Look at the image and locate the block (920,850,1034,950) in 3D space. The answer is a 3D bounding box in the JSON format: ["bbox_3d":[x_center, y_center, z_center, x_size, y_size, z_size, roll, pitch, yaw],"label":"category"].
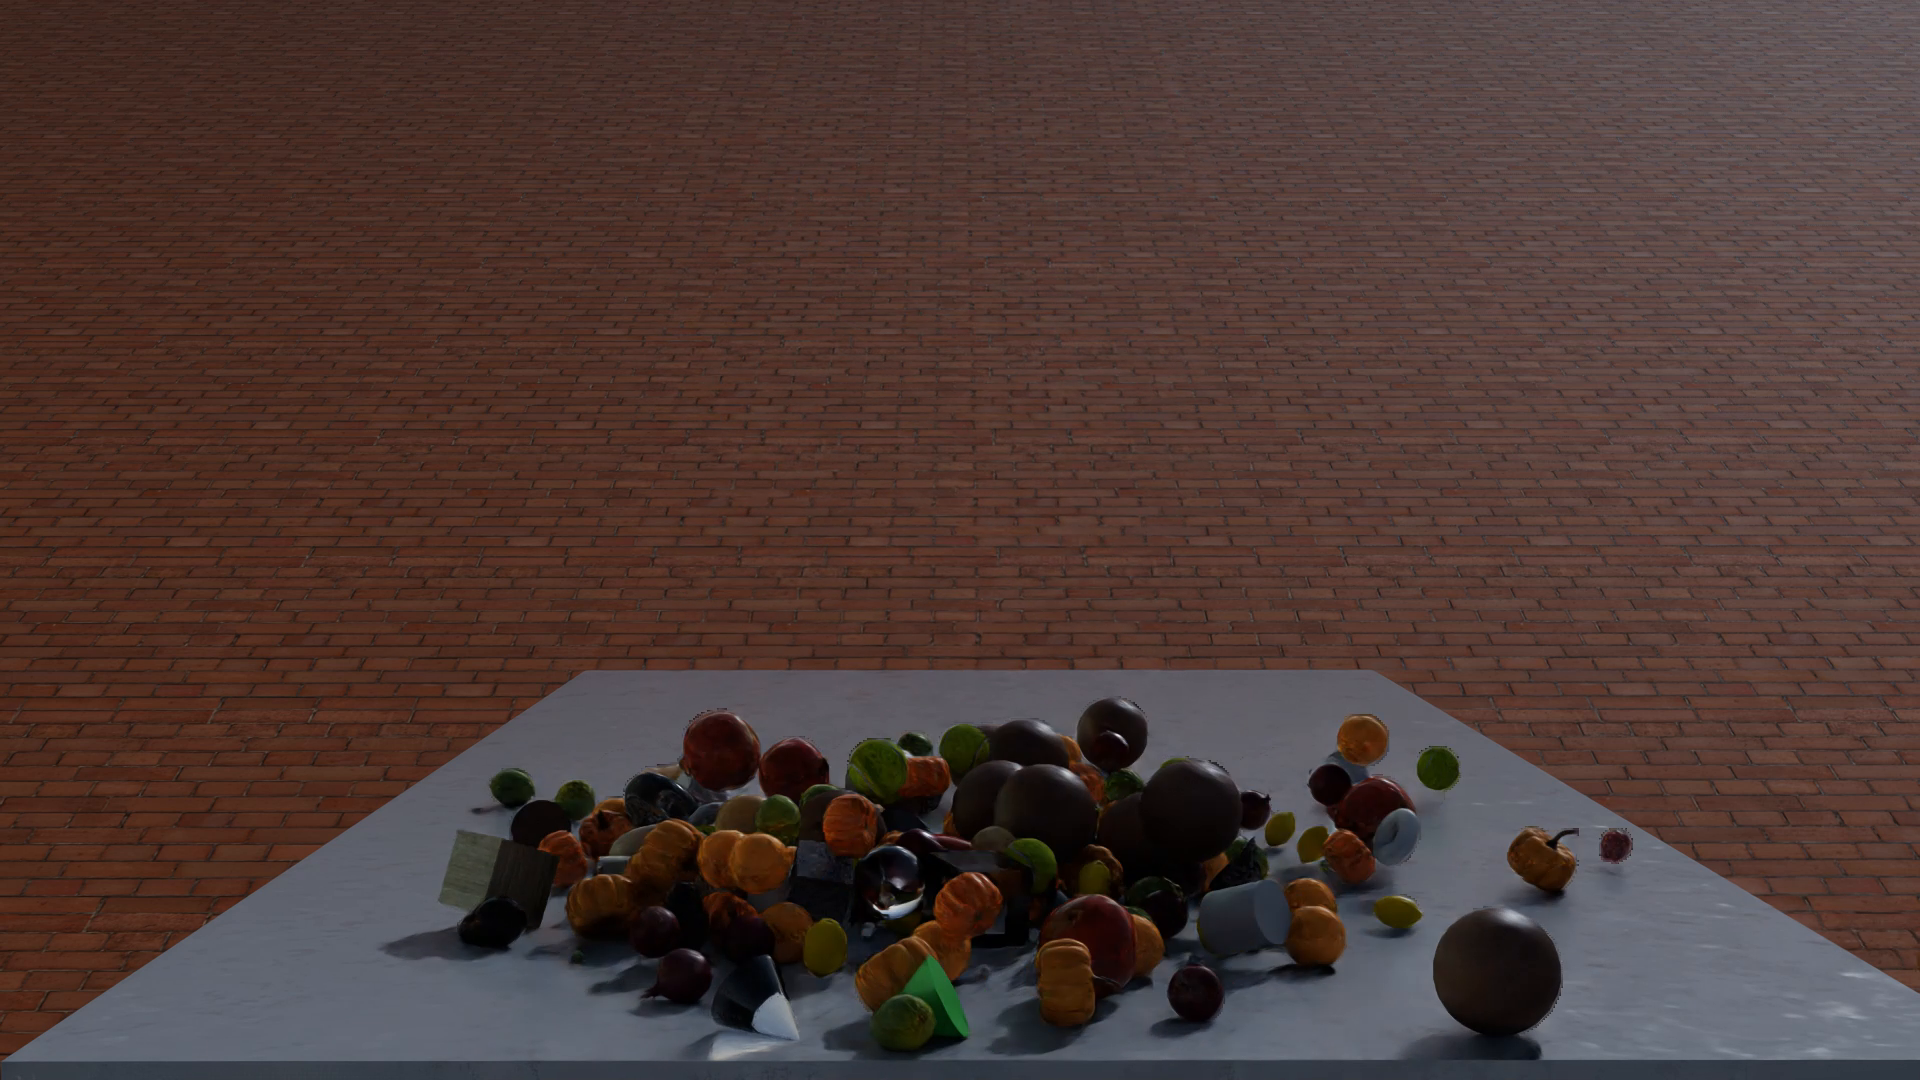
[{"bbox_3d":[0.020,0.423,3.034,0.092,0.092,0.092,2,8,-29],"label":"block"}]

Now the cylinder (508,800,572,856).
[{"bbox_3d":[-0.591,0.413,3.620,0.083,0.083,0.083,-6,-12,-15],"label":"cylinder"}]

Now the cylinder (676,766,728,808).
[{"bbox_3d":[-0.386,0.377,3.801,0.063,0.063,0.063,37,12,-22],"label":"cylinder"}]

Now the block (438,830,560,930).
[{"bbox_3d":[-0.574,0.423,3.204,0.093,0.093,0.093,2,-17,44],"label":"block"}]

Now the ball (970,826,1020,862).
[{"bbox_3d":[0.042,0.381,3.149,0.061,0.061,0.061,0,23,0],"label":"ball"}]

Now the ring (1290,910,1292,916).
[{"bbox_3d":[0.363,0.465,3.211,0.103,0.034,0.103,1,2,0],"label":"ring"}]

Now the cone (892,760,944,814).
[{"bbox_3d":[-0.047,0.378,4.110,0.091,0.091,0.091,15,57,-24],"label":"cone"}]

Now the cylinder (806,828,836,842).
[{"bbox_3d":[-0.191,0.436,3.593,0.057,0.057,0.057,-1,3,-3],"label":"cylinder"}]

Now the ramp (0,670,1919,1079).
[{"bbox_3d":[0.052,0.471,4.535,2.000,0.100,4.000,0,3,0],"label":"ramp"}]

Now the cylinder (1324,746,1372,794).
[{"bbox_3d":[0.641,0.379,4.247,0.060,0.060,0.060,-17,-18,-6],"label":"cylinder"}]

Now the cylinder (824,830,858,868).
[{"bbox_3d":[-0.166,0.427,3.340,0.071,0.071,0.071,-32,-4,-2],"label":"cylinder"}]

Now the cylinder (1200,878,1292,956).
[{"bbox_3d":[0.328,0.434,2.956,0.076,0.076,0.076,-20,8,36],"label":"cylinder"}]

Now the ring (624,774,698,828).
[{"bbox_3d":[-0.428,0.398,3.734,0.139,0.139,0.046,16,44,33],"label":"ring"}]

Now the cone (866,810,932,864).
[{"bbox_3d":[-0.098,0.439,3.546,0.098,0.098,0.098,6,26,14],"label":"cone"}]

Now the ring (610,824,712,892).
[{"bbox_3d":[-0.392,0.422,3.403,0.146,0.146,0.049,-2,57,-4],"label":"ring"}]

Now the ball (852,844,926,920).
[{"bbox_3d":[-0.085,0.411,3.095,0.091,0.091,0.091,0,23,0],"label":"ball"}]

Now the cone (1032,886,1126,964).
[{"bbox_3d":[0.146,0.462,2.980,0.098,0.098,0.098,19,25,4],"label":"cone"}]

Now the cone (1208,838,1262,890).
[{"bbox_3d":[0.352,0.400,3.166,0.075,0.075,0.075,16,-17,5],"label":"cone"}]

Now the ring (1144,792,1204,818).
[{"bbox_3d":[0.341,0.425,4.114,0.097,0.032,0.097,-1,4,0],"label":"ring"}]

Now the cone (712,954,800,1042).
[{"bbox_3d":[-0.192,0.488,2.638,0.090,0.090,0.090,-20,42,-39],"label":"cone"}]

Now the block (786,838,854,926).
[{"bbox_3d":[-0.167,0.410,3.077,0.067,0.067,0.067,10,32,-7],"label":"block"}]

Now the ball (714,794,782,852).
[{"bbox_3d":[-0.278,0.377,3.376,0.089,0.089,0.089,0,23,0],"label":"ball"}]

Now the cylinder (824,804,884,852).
[{"bbox_3d":[-0.151,0.419,3.741,0.071,0.071,0.071,1,20,-25],"label":"cylinder"}]

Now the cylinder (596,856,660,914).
[{"bbox_3d":[-0.424,0.441,3.292,0.074,0.074,0.074,0,23,-3],"label":"cylinder"}]

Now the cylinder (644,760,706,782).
[{"bbox_3d":[-0.433,0.391,3.946,0.092,0.092,0.092,-9,24,-7],"label":"cylinder"}]

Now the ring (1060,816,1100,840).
[{"bbox_3d":[0.166,0.436,3.882,0.092,0.031,0.092,1,1,0],"label":"ring"}]

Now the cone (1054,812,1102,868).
[{"bbox_3d":[0.163,0.389,3.405,0.065,0.065,0.065,10,20,-3],"label":"cone"}]

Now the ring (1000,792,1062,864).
[{"bbox_3d":[0.101,0.407,3.626,0.105,0.105,0.035,20,19,40],"label":"ring"}]

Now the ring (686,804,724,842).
[{"bbox_3d":[-0.347,0.409,3.620,0.085,0.028,0.085,-6,58,9],"label":"ring"}]

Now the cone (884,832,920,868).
[{"bbox_3d":[-0.088,0.450,3.644,0.054,0.054,0.054,5,30,12],"label":"cone"}]
